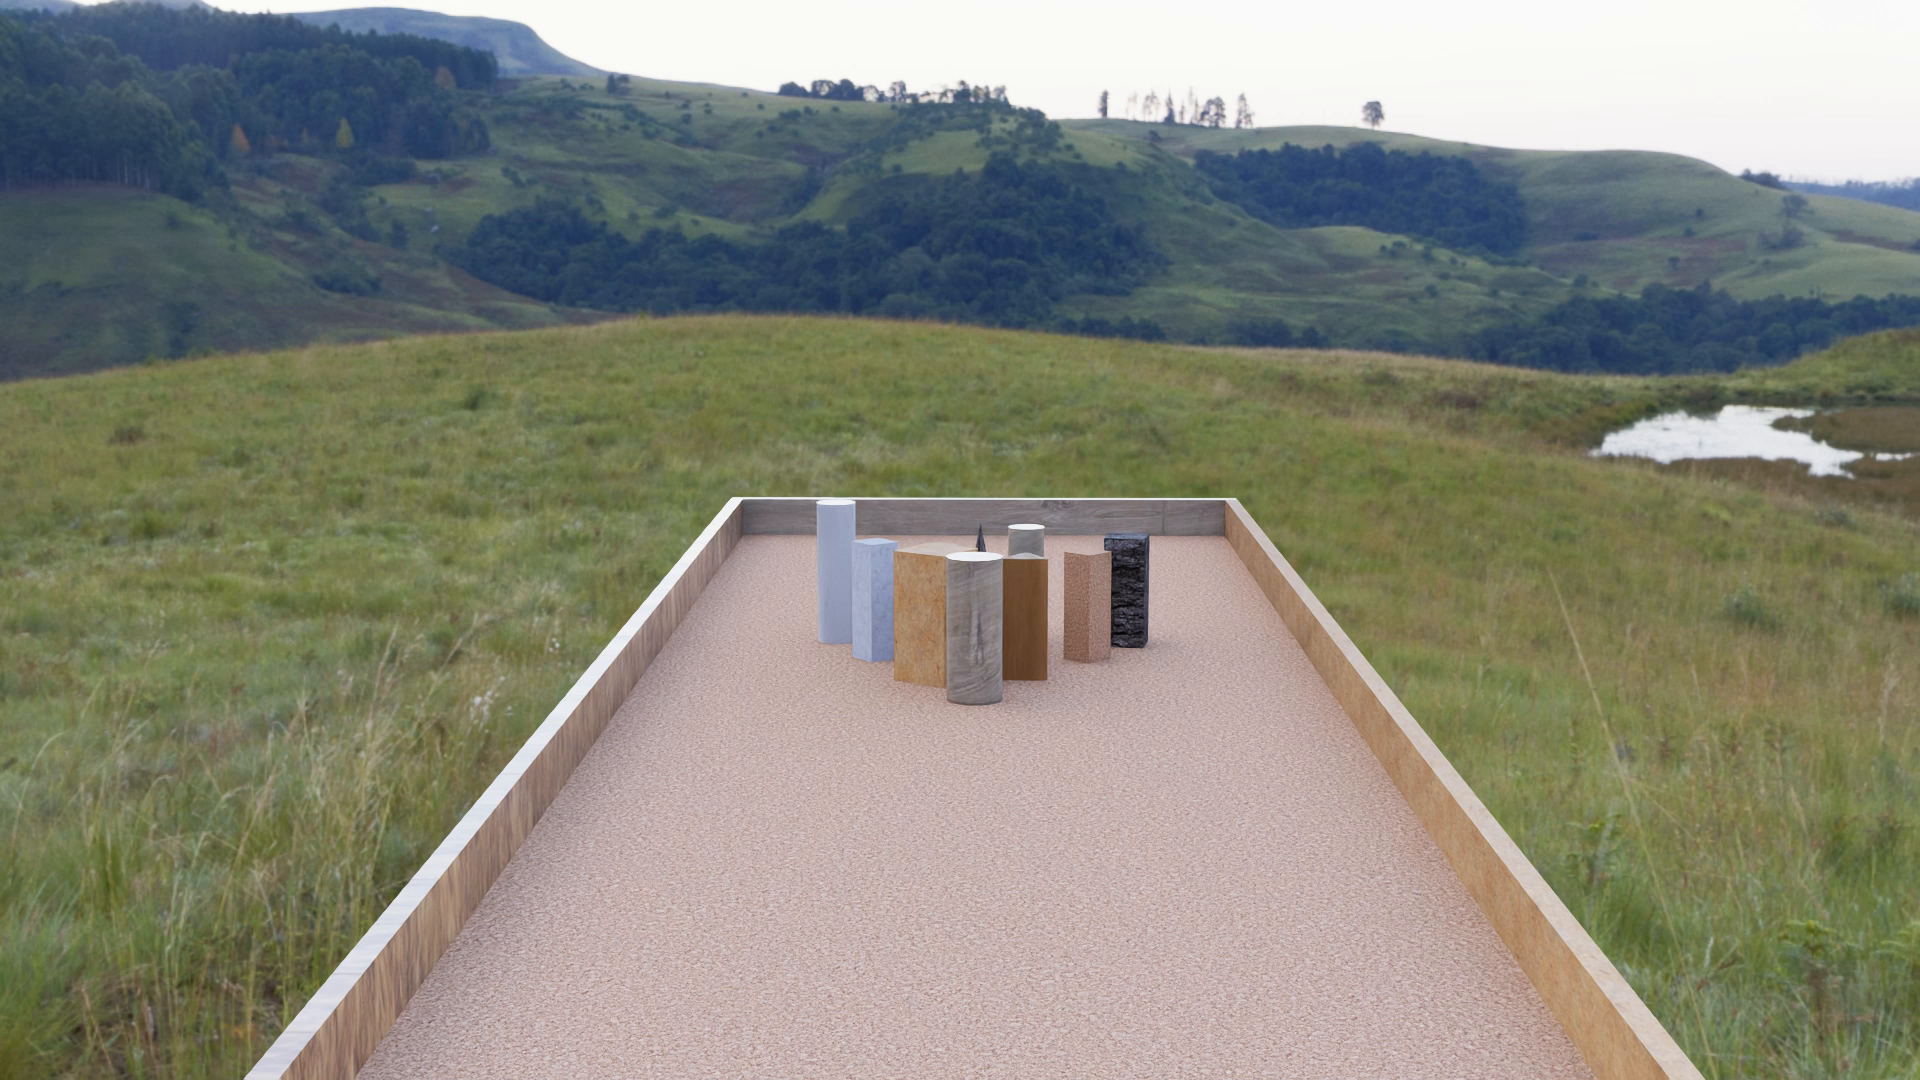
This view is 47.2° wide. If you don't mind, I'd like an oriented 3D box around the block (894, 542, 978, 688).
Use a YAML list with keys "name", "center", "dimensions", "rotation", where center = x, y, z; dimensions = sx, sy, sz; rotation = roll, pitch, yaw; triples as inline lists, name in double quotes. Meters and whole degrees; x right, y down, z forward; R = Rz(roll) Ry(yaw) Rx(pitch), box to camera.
- name: "block"
  center: [-0.070, 0.217, 6.417]
  dimensions: [0.176, 0.383, 0.176]
  rotation: [6, 11, 34]

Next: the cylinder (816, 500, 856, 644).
- name: "cylinder"
  center: [-0.391, 0.100, 6.963]
  dimensions: [0.122, 0.443, 0.122]
  rotation: [0, 9, 0]

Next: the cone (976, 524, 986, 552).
- name: "cone"
  center: [0.062, 0.158, 6.650]
  dimensions: [0.169, 0.427, 0.169]
  rotation: [0, 9, 0]

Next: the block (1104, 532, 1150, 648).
- name: "block"
  center: [0.523, 0.157, 6.918]
  dimensions: [0.127, 0.344, 0.127]
  rotation: [2, 9, 12]

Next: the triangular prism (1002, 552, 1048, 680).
- name: "triangular prism"
  center: [0.191, 0.223, 6.453]
  dimensions: [0.134, 0.360, 0.116]
  rotation: [1, 9, 3]

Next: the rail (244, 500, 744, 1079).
- name: "rail"
  center: [-1.004, 0.839, 3.234]
  dimensions: [0.050, 0.150, 12.000]
  rotation: [0, 9, 1]

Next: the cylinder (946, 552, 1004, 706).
- name: "cylinder"
  center: [0.041, 0.247, 6.151]
  dimensions: [0.158, 0.407, 0.158]
  rotation: [0, 9, 0]

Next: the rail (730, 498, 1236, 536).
- name: "rail"
  center: [0.099, -0.098, 9.147]
  dimensions: [2.100, 0.150, 0.050]
  rotation: [0, 9, 1]

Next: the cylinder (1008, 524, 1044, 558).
- name: "cylinder"
  center: [0.209, 0.139, 6.957]
  dimensions: [0.114, 0.367, 0.114]
  rotation: [0, 9, 0]

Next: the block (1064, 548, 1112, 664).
- name: "block"
  center: [0.388, 0.199, 6.693]
  dimensions: [0.101, 0.332, 0.101]
  rotation: [9, 12, 43]

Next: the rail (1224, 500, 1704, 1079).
- name: "rail"
  center: [1.046, 0.843, 3.208]
  dimensions: [0.050, 0.150, 12.000]
  rotation: [0, 9, 1]

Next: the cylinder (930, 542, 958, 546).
- name: "cylinder"
  center: [-0.066, 0.170, 6.948]
  dimensions: [0.115, 0.310, 0.115]
  rotation: [0, 9, 0]

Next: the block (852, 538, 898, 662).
- name: "block"
  center: [-0.258, 0.182, 6.707]
  dimensions: [0.101, 0.361, 0.101]
  rotation: [-7, 11, -37]
